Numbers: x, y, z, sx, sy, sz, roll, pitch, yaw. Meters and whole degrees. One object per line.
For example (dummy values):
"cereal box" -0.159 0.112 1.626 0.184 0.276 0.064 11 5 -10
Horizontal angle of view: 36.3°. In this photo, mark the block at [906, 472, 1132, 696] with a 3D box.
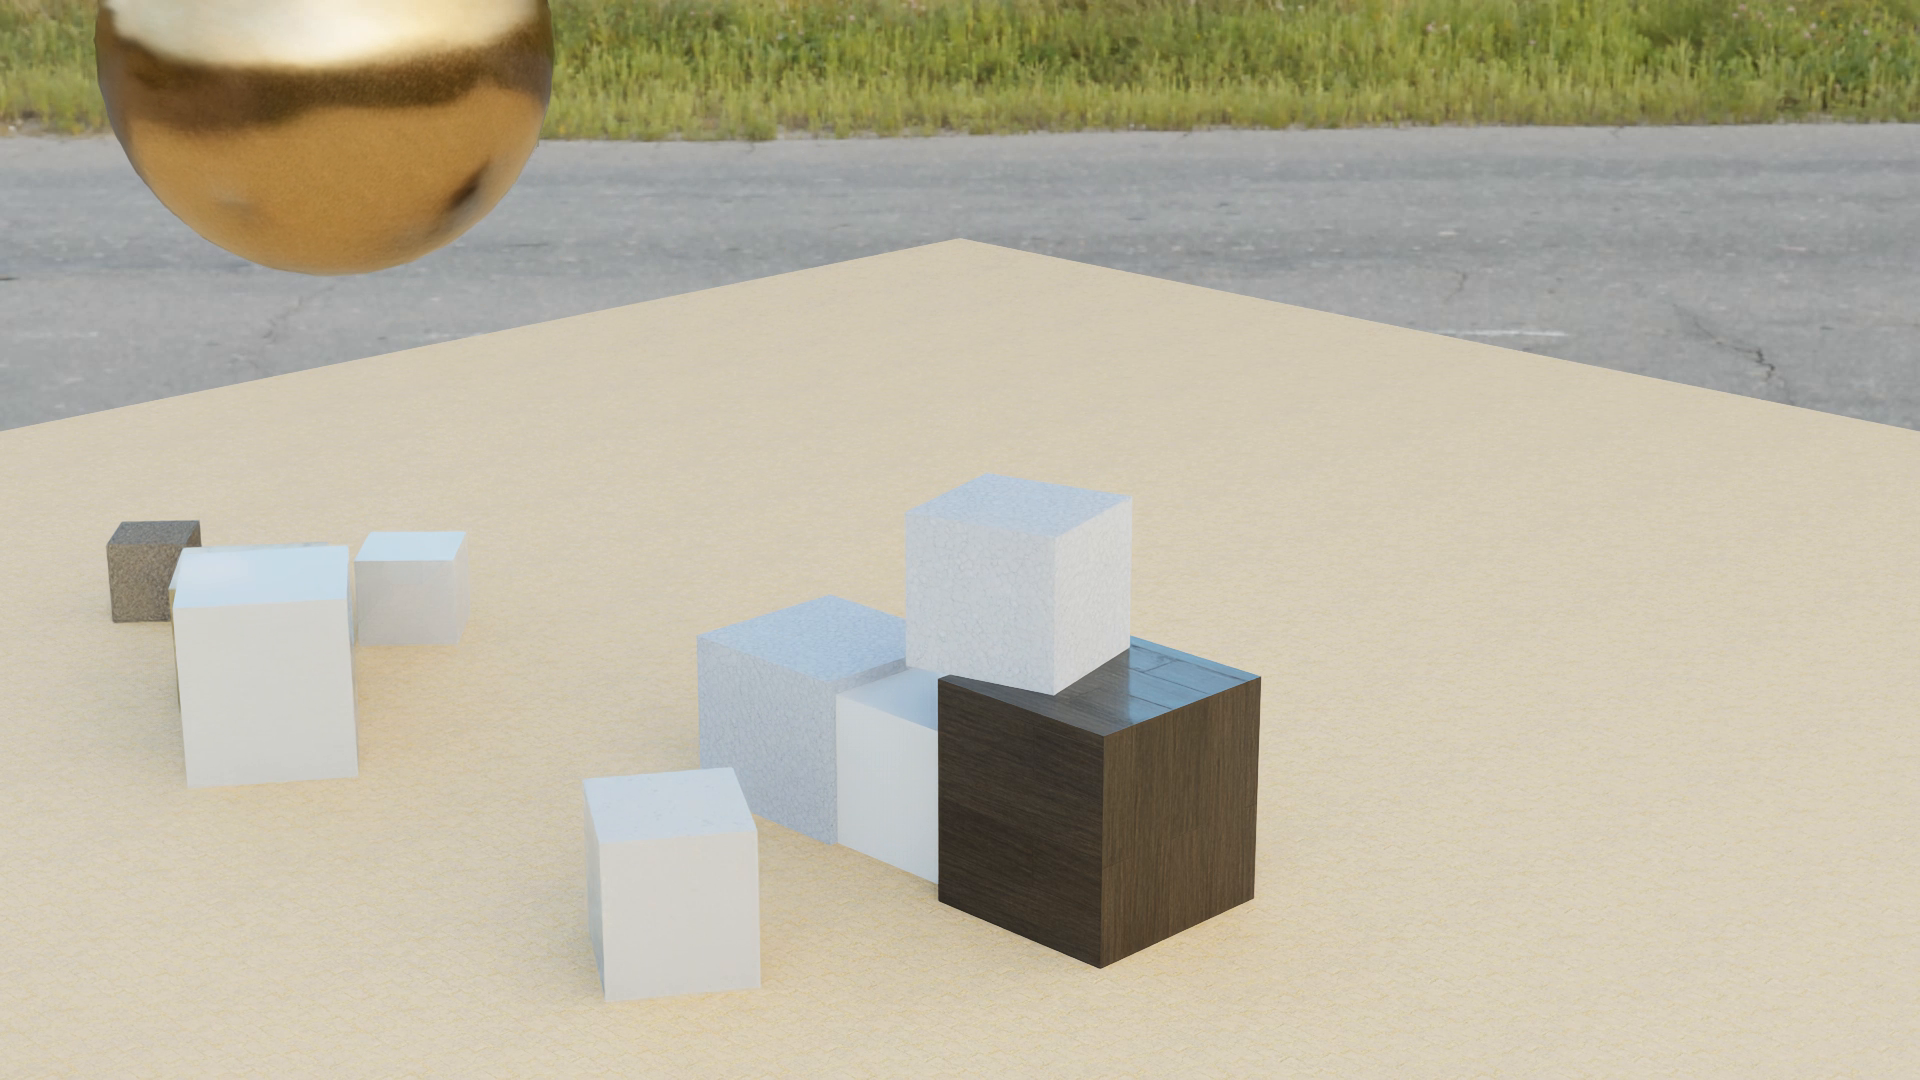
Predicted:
"block" 0.263 0.182 13.029 0.748 0.711 0.717 10 20 29

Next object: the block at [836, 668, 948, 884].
"block" -0.009 1.069 13.701 0.797 0.745 0.807 17 24 42

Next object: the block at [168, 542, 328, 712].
"block" -3.785 0.459 15.744 0.776 0.684 0.718 -3 18 -8

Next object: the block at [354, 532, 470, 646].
"block" -3.103 0.272 16.647 0.550 0.500 0.543 0 17 -1

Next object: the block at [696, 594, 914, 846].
"block" -0.630 0.855 14.268 0.937 0.814 0.881 17 24 42

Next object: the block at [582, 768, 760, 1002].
"block" -1.235 1.458 12.510 0.653 0.716 0.715 -4 18 -12

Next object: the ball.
"ball" -2.249 -1.742 10.437 1.600 1.600 1.600 0 17 0

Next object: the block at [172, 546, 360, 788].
"block" -3.483 0.625 14.793 0.826 0.936 0.872 -3 18 -10

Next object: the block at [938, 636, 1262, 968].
"block" 0.614 1.111 13.034 1.027 1.064 0.985 -17 24 -42

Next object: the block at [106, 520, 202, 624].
"block" -4.655 0.180 16.991 0.447 0.469 0.460 -1 17 -4
